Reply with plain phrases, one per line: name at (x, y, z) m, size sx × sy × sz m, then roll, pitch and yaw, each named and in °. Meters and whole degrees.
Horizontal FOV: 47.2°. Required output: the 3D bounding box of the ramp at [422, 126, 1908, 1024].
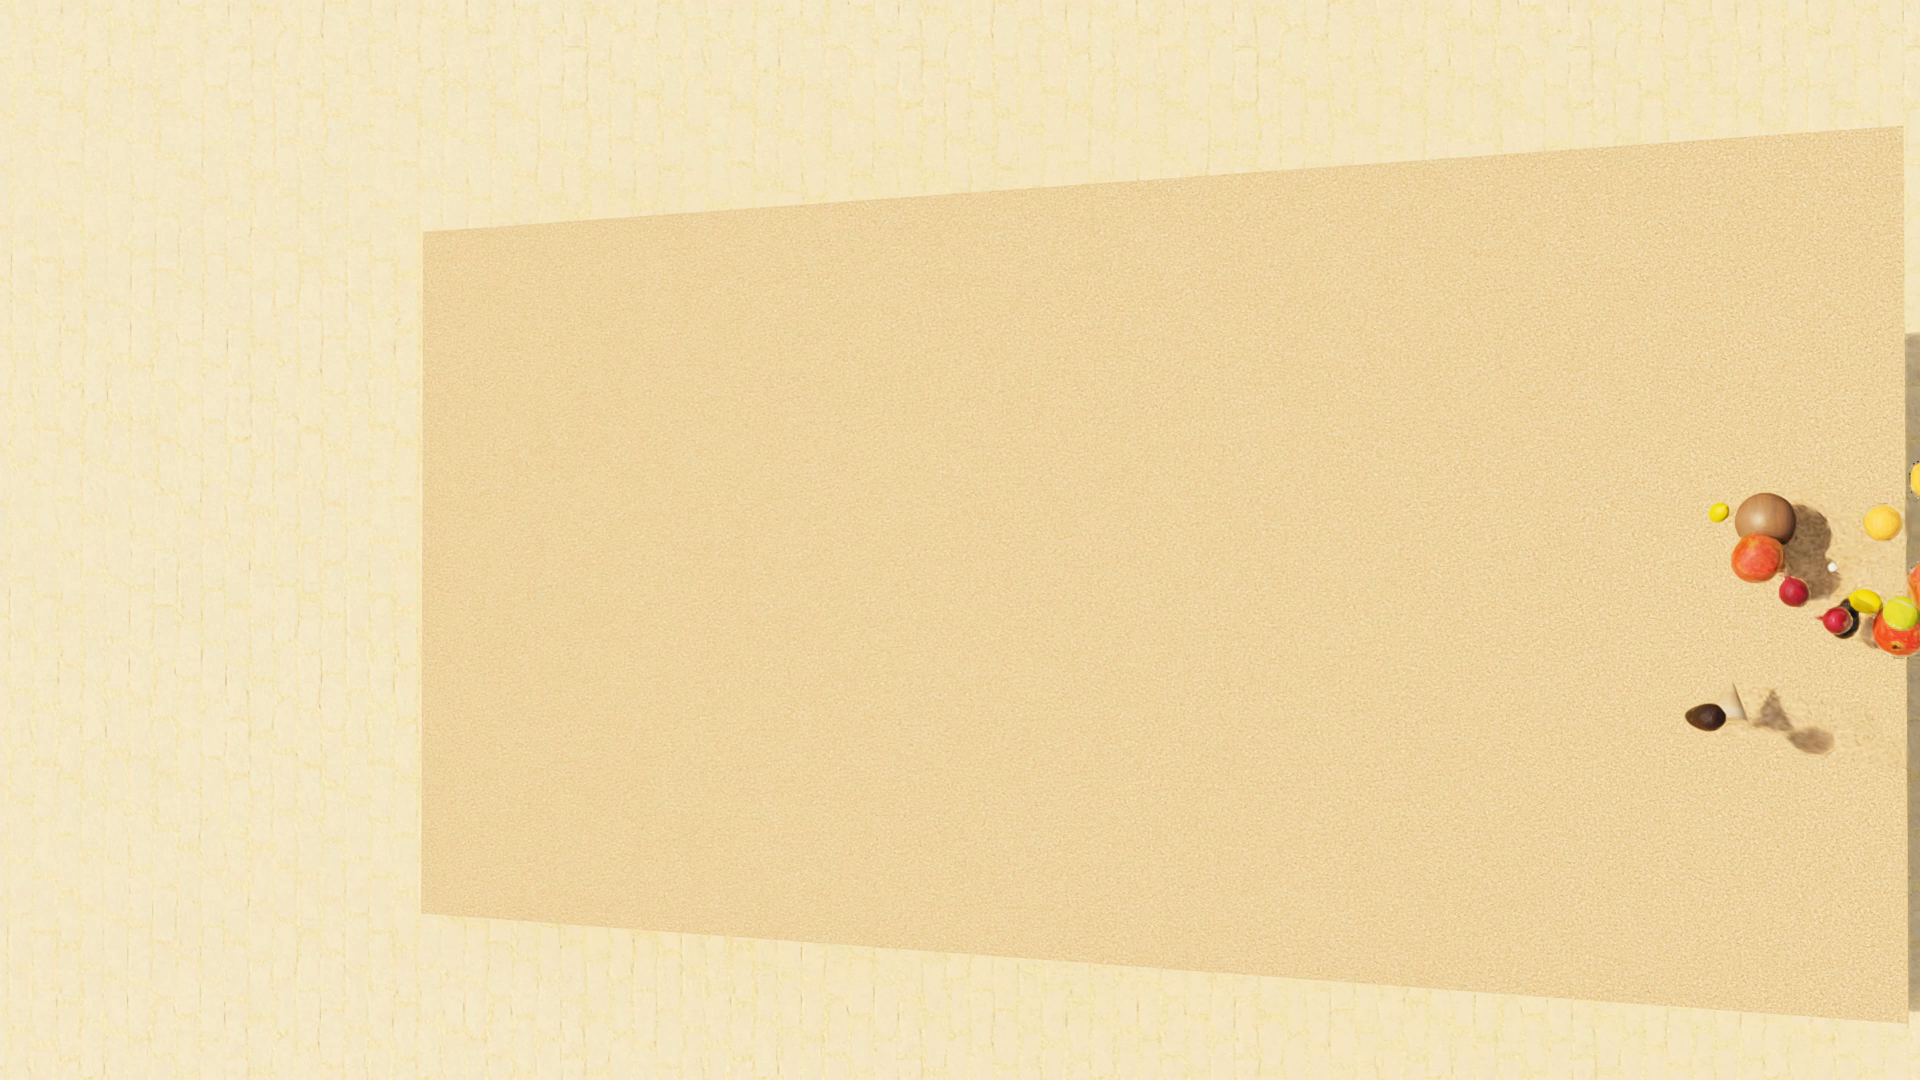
ramp at (0.283, 0.085, 5.719) m, size 4.000 × 0.100 × 2.000 m, roll 0°, pitch 89°, yaw 23°

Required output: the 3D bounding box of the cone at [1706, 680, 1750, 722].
cone at (1.701, 0.350, 4.860) m, size 0.092 × 0.092 × 0.092 m, roll 9°, pitch 82°, yaw 0°
